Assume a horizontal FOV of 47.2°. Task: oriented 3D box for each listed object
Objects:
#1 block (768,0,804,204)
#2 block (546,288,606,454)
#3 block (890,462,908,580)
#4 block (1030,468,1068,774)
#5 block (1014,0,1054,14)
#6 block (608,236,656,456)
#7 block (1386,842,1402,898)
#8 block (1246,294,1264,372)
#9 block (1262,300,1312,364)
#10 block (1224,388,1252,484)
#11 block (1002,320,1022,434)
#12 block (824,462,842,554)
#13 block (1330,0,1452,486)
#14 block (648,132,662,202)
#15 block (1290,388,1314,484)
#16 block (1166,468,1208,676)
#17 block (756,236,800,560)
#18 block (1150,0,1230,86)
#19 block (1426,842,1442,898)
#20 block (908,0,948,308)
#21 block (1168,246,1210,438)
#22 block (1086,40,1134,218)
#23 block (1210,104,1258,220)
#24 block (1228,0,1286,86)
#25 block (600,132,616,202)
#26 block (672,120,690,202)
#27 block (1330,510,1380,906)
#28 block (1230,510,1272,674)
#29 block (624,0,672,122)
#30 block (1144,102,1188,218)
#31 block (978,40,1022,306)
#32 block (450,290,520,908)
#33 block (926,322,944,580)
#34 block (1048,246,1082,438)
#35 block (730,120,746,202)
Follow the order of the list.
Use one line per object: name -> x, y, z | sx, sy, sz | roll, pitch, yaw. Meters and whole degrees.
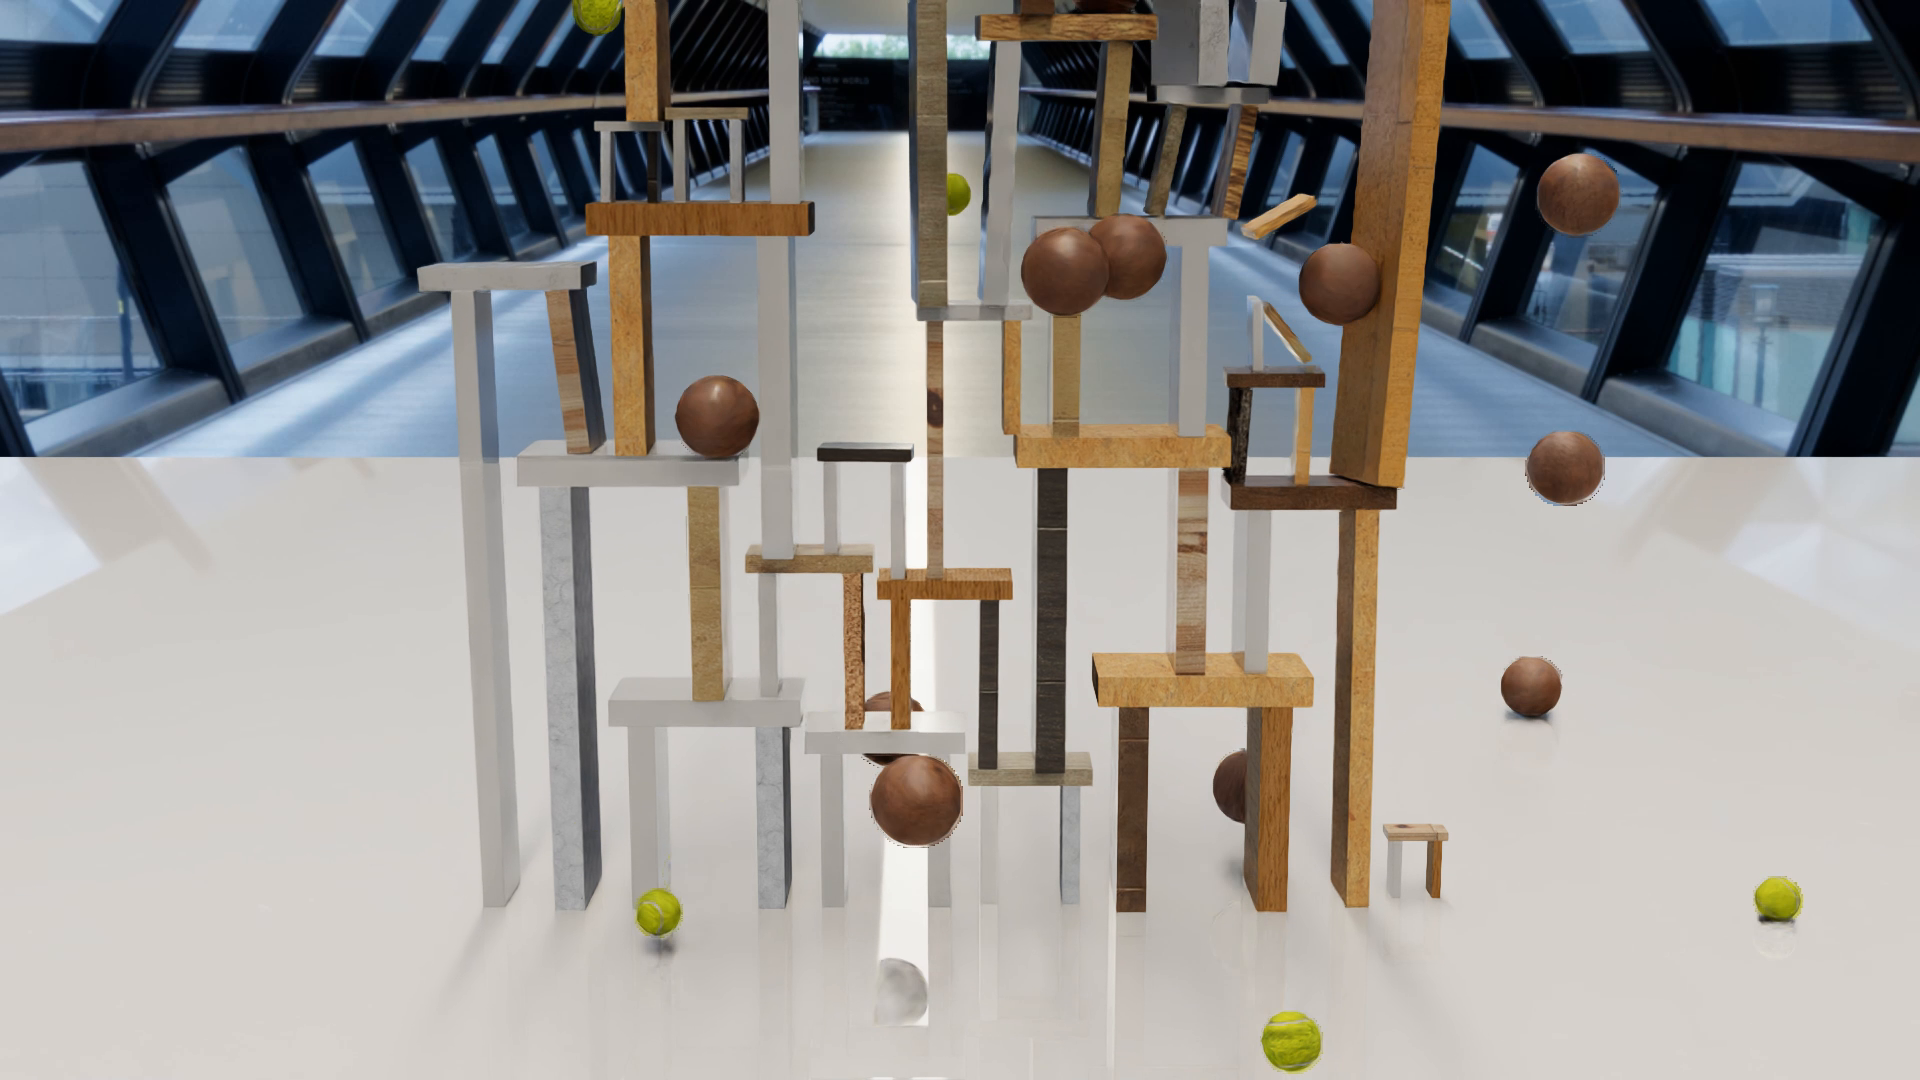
block -> -0.270, -0.689, 3.432 | 0.045, 0.320, 0.160 | 0, 11, -1
block -> -0.611, -0.274, 3.508 | 0.036, 0.256, 0.128 | -5, 10, 4
block -> -0.099, -0.036, 3.543 | 0.021, 0.190, 0.075 | 0, 11, 2
block -> 0.145, 0.117, 3.587 | 0.048, 0.498, 0.168 | 0, 10, -1
block -> 0.114, -0.979, 3.357 | 0.049, 0.346, 0.173 | 0, 12, -3
block -> -0.521, -0.315, 3.498 | 0.048, 0.342, 0.171 | -1, 11, -3
block -> 0.723, 0.541, 3.662 | 0.014, 0.099, 0.049 | 0, 11, 0
block -> 0.468, -0.328, 3.492 | 0.016, 0.112, 0.056 | -4, 19, -3
block -> 0.515, -0.330, 3.496 | 0.016, 0.113, 0.056 | -39, 11, 4
block -> 0.446, -0.173, 3.534 | 0.022, 0.155, 0.077 | 2, 12, -4
block -> 0.082, -0.264, 3.514 | 0.026, 0.181, 0.090 | 0, 11, -2
block -> -0.206, -0.058, 3.546 | 0.021, 0.149, 0.075 | 0, 11, 2
block -> 0.687, -0.564, 3.480 | 0.046, 0.947, 0.162 | 1, 9, -19
block -> -0.480, -0.586, 3.453 | 0.015, 0.109, 0.054 | 1, 11, -1
block -> 0.550, -0.174, 3.533 | 0.022, 0.155, 0.077 | 2, 14, 3
block -> 0.368, 0.037, 3.574 | 0.048, 0.337, 0.168 | 0, 10, 0
block -> -0.290, -0.234, 3.515 | 0.048, 0.507, 0.171 | 0, 11, -1
block -> 0.359, -0.933, 3.408 | 0.049, 0.451, 0.173 | -4, 12, -20
block -> 0.789, 0.541, 3.662 | 0.014, 0.099, 0.050 | 0, 11, 0
block -> -0.051, -0.610, 3.433 | 0.045, 0.478, 0.160 | -1, 11, -6
block -> 0.363, -0.321, 3.504 | 0.042, 0.298, 0.149 | 0, 10, -1
block -> 0.235, -0.643, 3.449 | 0.038, 0.268, 0.134 | 4, 10, -3
block -> 0.432, -0.598, 3.473 | 0.025, 0.175, 0.088 | 8, 11, -9
block -> 0.469, -0.872, 3.404 | 0.046, 0.324, 0.162 | 4, 13, -6
block -> -0.553, -0.586, 3.452 | 0.015, 0.109, 0.054 | 1, 11, -1
block -> -0.436, -0.594, 3.445 | 0.018, 0.128, 0.064 | 0, 11, -1
block -> 0.647, 0.265, 3.612 | 0.037, 0.657, 0.132 | -1, 10, -2
block -> 0.473, 0.072, 3.575 | 0.037, 0.265, 0.132 | 0, 10, -2
block -> -0.485, -0.942, 3.391 | 0.048, 0.583, 0.171 | 0, 11, -1
block -> 0.325, -0.601, 3.475 | 0.025, 0.175, 0.088 | 11, 11, -3
block -> 0.061, -0.575, 3.445 | 0.038, 0.402, 0.134 | 2, 12, -4
block -> -0.769, 0.096, 3.575 | 0.036, 1.006, 0.128 | -1, 11, 0
block -> -0.041, -0.149, 3.532 | 0.026, 0.414, 0.090 | 0, 11, -2
block -> 0.165, -0.321, 3.500 | 0.042, 0.298, 0.149 | 0, 10, -1
block -> -0.349, -0.594, 3.448 | 0.018, 0.128, 0.064 | 1, 11, -1
